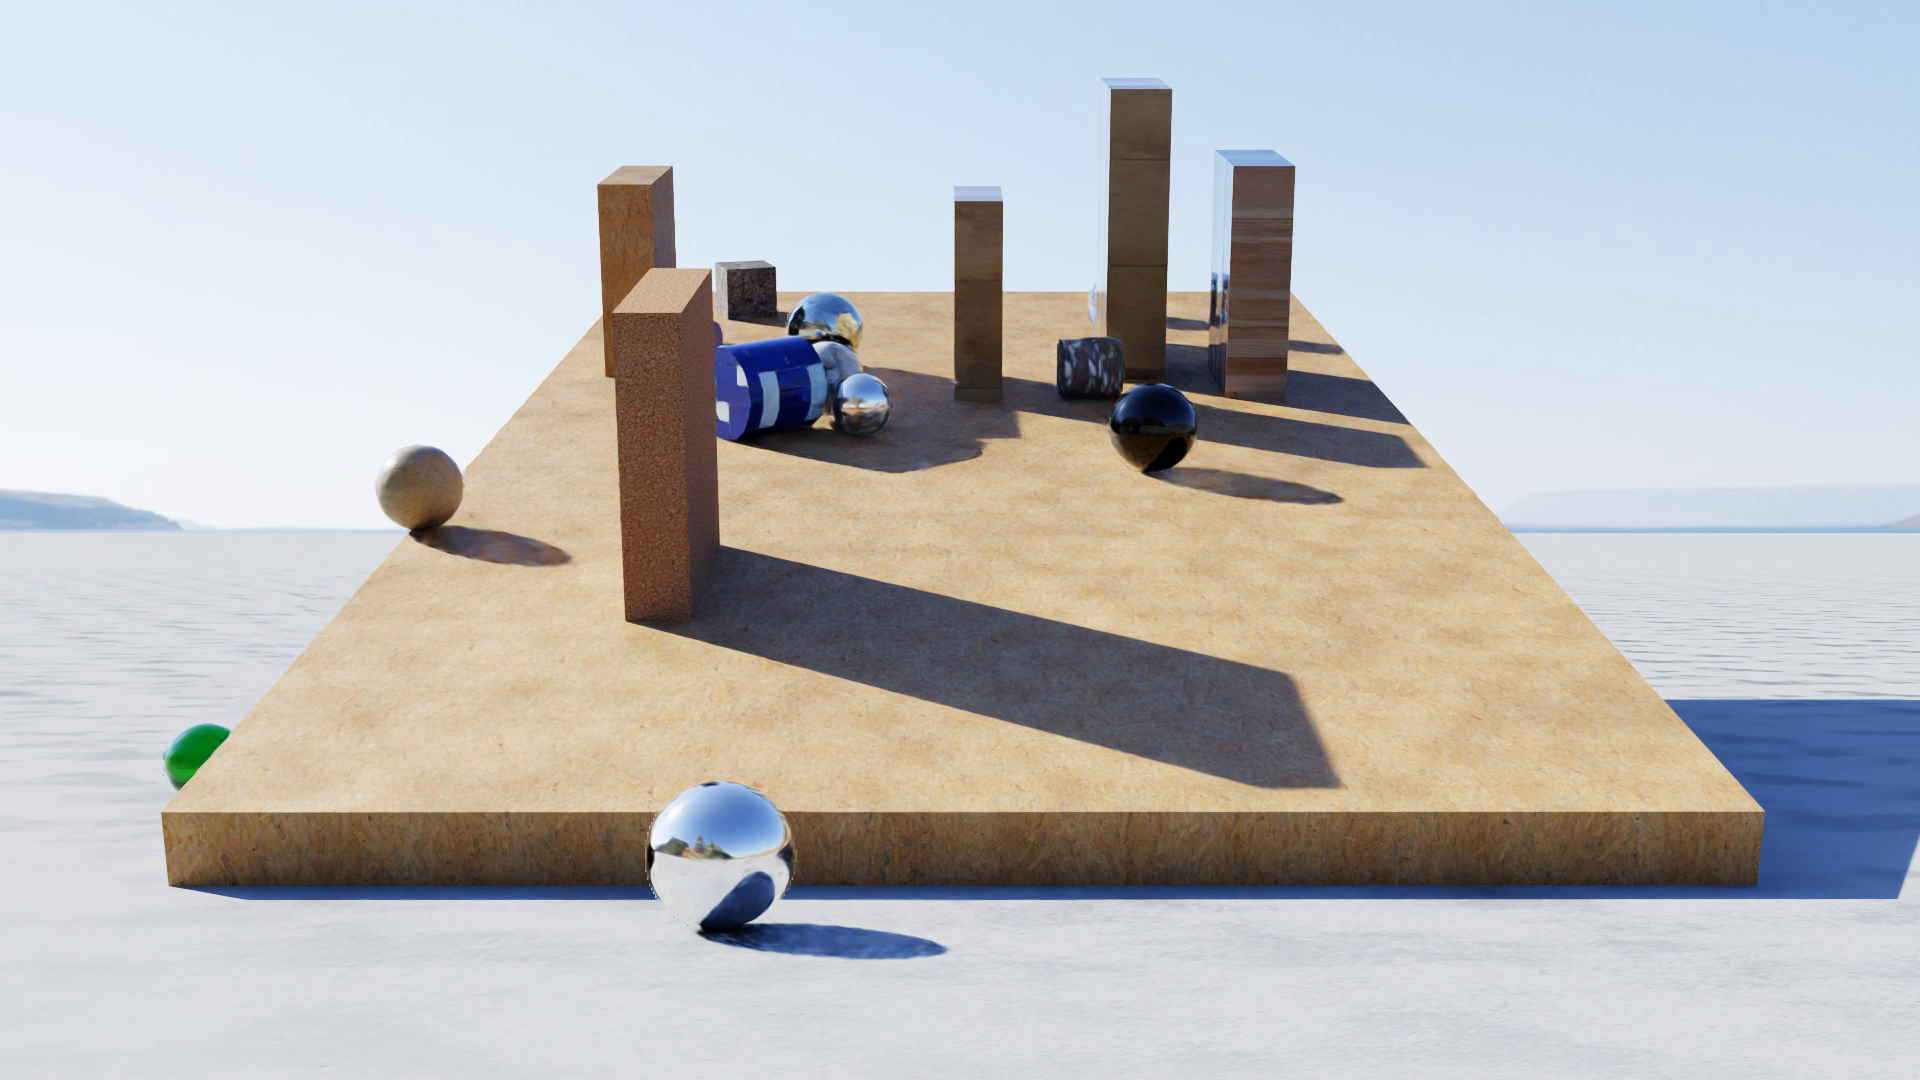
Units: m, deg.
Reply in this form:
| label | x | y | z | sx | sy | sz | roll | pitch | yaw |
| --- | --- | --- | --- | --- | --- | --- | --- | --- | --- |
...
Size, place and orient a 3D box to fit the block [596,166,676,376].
| label | x | y | z | sx | sy | sz | roll | pitch | yaw |
| --- | --- | --- | --- | --- | --- | --- | --- | --- | --- |
| block | -0.798 | -0.677 | 5.494 | 0.129 | 0.465 | 0.418 | 0 | 16 | 0 |

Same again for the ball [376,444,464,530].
| label | x | y | z | sx | sy | sz | roll | pitch | yaw |
| --- | --- | --- | --- | --- | --- | --- | --- | --- | --- |
| ball | -0.980 | -0.095 | 3.996 | 0.157 | 0.157 | 0.157 | 0 | 0 | 0 |

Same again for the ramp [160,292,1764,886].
| label | x | y | z | sx | sy | sz | roll | pitch | yaw |
| --- | --- | --- | --- | --- | --- | --- | --- | --- | --- |
| ramp | -0.002 | -0.155 | 4.685 | 2.000 | 0.100 | 4.000 | 0 | 16 | 0 |

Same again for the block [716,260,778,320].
| label | x | y | z | sx | sy | sz | roll | pitch | yaw |
| --- | --- | --- | --- | --- | --- | --- | --- | --- | --- |
| block | -0.601 | -0.703 | 6.186 | 0.141 | 0.141 | 0.141 | -5 | 17 | -19 |

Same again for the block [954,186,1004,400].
| label | x | y | z | sx | sy | sz | roll | pitch | yaw |
| --- | --- | --- | --- | --- | --- | --- | --- | --- | --- |
| block | 0.042 | -0.584 | 5.176 | 0.111 | 0.460 | 0.293 | 0 | 16 | 0 |

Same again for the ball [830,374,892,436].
| label | x | y | z | sx | sy | sz | roll | pitch | yaw |
| --- | --- | --- | --- | --- | --- | --- | --- | --- | --- |
| ball | -0.212 | -0.292 | 4.740 | 0.133 | 0.133 | 0.133 | 0 | 0 | 0 |

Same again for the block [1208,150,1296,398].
| label | x | y | z | sx | sy | sz | roll | pitch | yaw |
| --- | --- | --- | --- | --- | --- | --- | --- | --- | --- |
| block | 0.688 | -0.637 | 5.229 | 0.141 | 0.536 | 0.366 | 0 | 16 | 0 |

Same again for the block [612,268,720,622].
| label | x | y | z | sx | sy | sz | roll | pitch | yaw |
| --- | --- | --- | --- | --- | --- | --- | --- | --- | --- |
| block | -0.479 | -0.169 | 3.638 | 0.105 | 0.494 | 0.446 | 0 | 16 | 0 |

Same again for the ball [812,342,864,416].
| label | x | y | z | sx | sy | sz | roll | pitch | yaw |
| --- | --- | --- | --- | --- | --- | --- | --- | --- | --- |
| ball | -0.293 | -0.356 | 4.865 | 0.164 | 0.164 | 0.164 | 0 | 0 | 0 |

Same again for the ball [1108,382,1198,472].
| label | x | y | z | sx | sy | sz | roll | pitch | yaw |
| --- | --- | --- | --- | --- | --- | --- | --- | --- | --- |
| ball | 0.388 | -0.227 | 4.430 | 0.178 | 0.178 | 0.178 | 0 | 0 | 0 |

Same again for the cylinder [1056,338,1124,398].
| label | x | y | z | sx | sy | sz | roll | pitch | yaw |
| --- | --- | --- | --- | --- | --- | --- | --- | --- | --- |
| cylinder | 0.302 | -0.400 | 5.120 | 0.137 | 0.137 | 0.137 | -2 | 1 | -6 |

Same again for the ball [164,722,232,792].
| label | x | y | z | sx | sy | sz | roll | pitch | yaw |
| --- | --- | --- | --- | --- | --- | --- | --- | --- | --- |
| ball | -1.236 | 0.365 | 3.614 | 0.130 | 0.130 | 0.130 | 0 | 0 | 0 |

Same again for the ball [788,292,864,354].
| label | x | y | z | sx | sy | sz | roll | pitch | yaw |
| --- | --- | --- | --- | --- | --- | --- | --- | --- | --- |
| ball | -0.333 | -0.518 | 5.443 | 0.187 | 0.187 | 0.187 | 0 | 0 | 0 |

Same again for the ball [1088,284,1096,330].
| label | x | y | z | sx | sy | sz | roll | pitch | yaw |
| --- | --- | --- | --- | --- | --- | --- | --- | --- | --- |
| ball | 0.432 | -0.611 | 5.756 | 0.198 | 0.198 | 0.198 | 0 | 0 | 0 |

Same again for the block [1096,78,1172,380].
| label | x | y | z | sx | sy | sz | roll | pitch | yaw |
| --- | --- | --- | --- | --- | --- | --- | --- | --- | --- |
| block | 0.422 | -0.770 | 5.412 | 0.144 | 0.691 | 0.377 | 0 | 16 | 0 |

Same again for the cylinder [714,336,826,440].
| label | x | y | z | sx | sy | sz | roll | pitch | yaw |
| --- | --- | --- | --- | --- | --- | --- | --- | --- | --- |
| cylinder | -0.428 | -0.328 | 4.745 | 0.201 | 0.201 | 0.201 | -13 | 8 | -39 |

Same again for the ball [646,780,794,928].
| label | x | y | z | sx | sy | sz | roll | pitch | yaw |
| --- | --- | --- | --- | --- | --- | --- | --- | --- | --- |
| ball | -0.269 | 0.353 | 2.475 | 0.165 | 0.165 | 0.165 | 0 | 0 | 0 |

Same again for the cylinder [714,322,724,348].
| label | x | y | z | sx | sy | sz | roll | pitch | yaw |
| --- | --- | --- | --- | --- | --- | --- | --- | --- | --- |
| cylinder | -0.663 | -0.489 | 5.476 | 0.113 | 0.113 | 0.113 | 5 | 2 | 16 |
